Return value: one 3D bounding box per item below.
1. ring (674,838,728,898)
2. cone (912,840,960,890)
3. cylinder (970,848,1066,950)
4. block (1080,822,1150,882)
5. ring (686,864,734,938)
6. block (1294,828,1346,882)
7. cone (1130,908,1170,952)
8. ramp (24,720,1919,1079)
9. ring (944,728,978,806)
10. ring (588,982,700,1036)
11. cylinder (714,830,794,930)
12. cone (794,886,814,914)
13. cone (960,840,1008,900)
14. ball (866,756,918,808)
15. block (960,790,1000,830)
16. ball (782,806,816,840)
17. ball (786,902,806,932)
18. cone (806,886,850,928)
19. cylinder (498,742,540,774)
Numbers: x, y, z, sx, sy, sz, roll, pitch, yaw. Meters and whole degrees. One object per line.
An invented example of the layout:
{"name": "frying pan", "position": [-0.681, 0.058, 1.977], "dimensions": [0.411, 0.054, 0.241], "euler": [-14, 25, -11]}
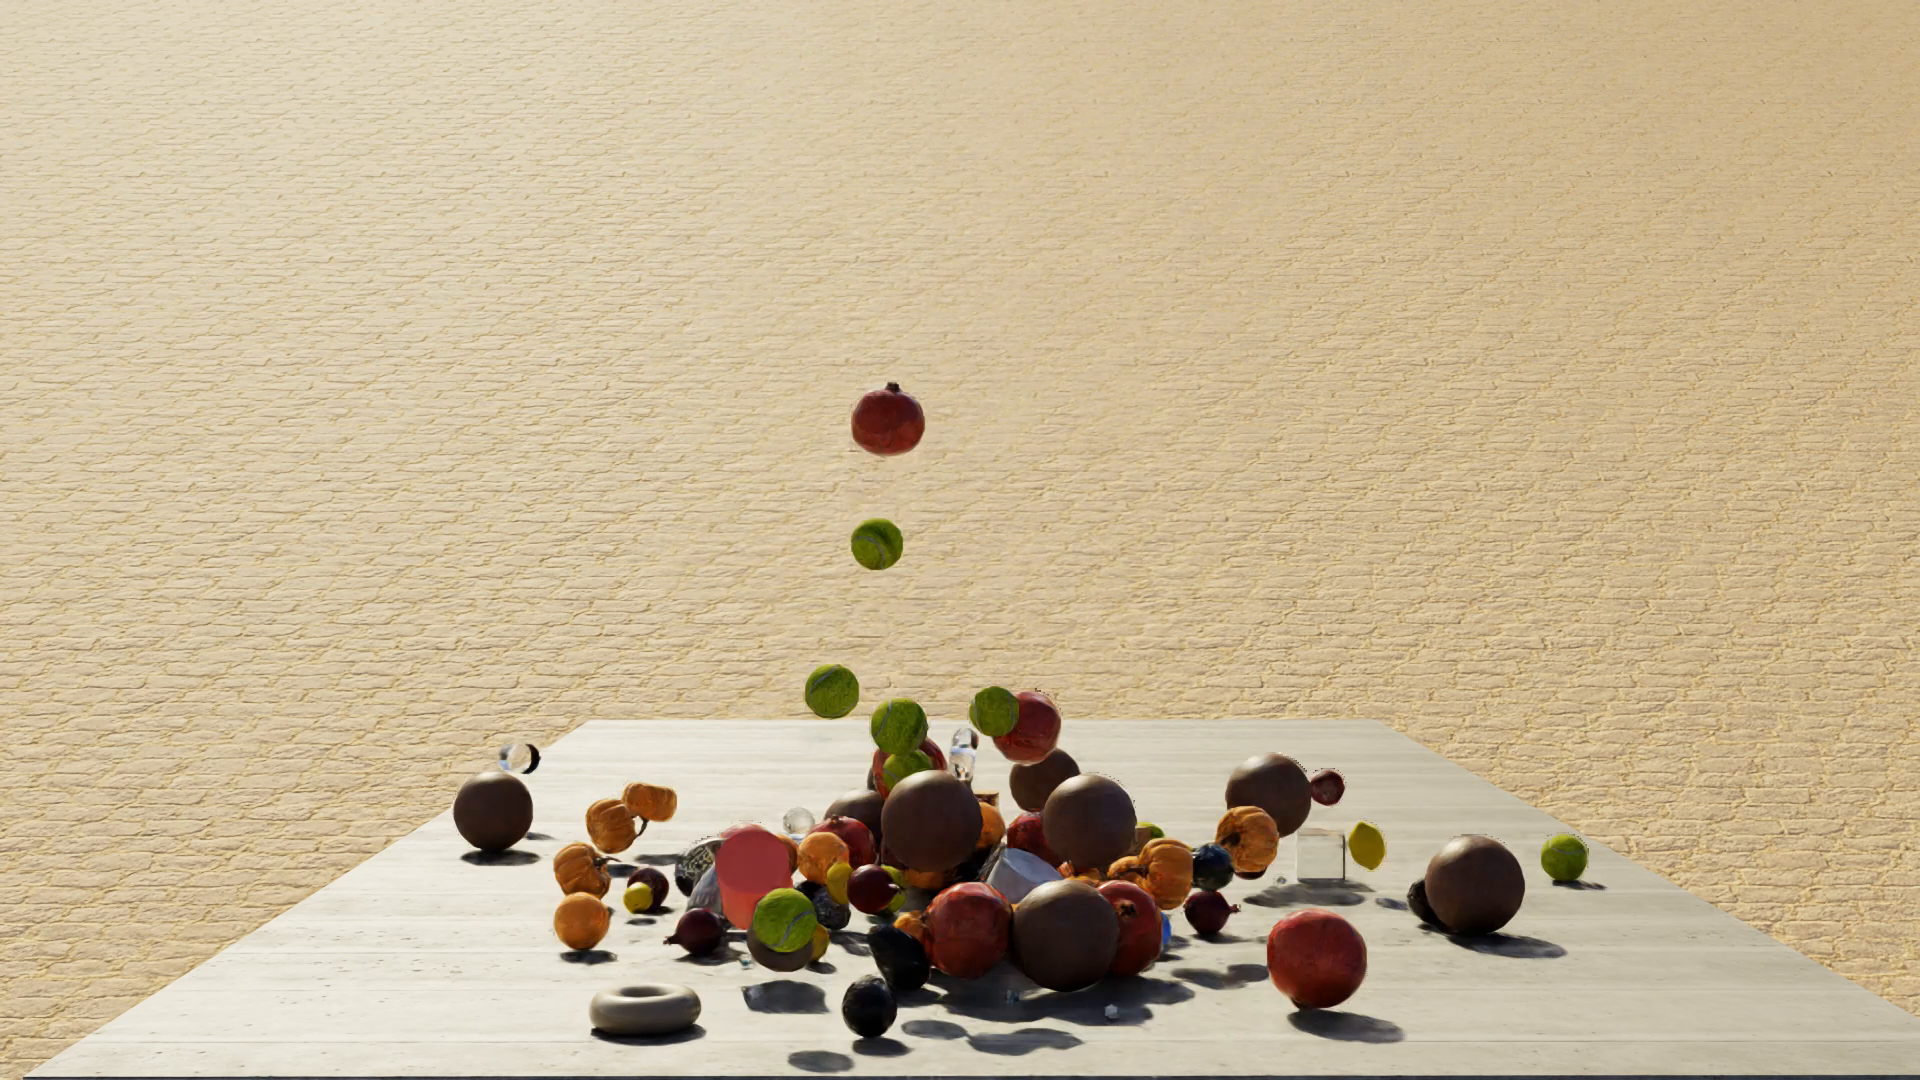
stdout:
{"name": "ring", "position": [-0.333, 0.455, 3.554], "dimensions": [0.122, 0.041, 0.122], "euler": [-5, 31, 3]}
{"name": "cone", "position": [-0.035, 0.477, 3.811], "dimensions": [0.070, 0.070, 0.070], "euler": [0, 1, 0]}
{"name": "cylinder", "position": [0.074, 0.458, 3.298], "dimensions": [0.093, 0.093, 0.093], "euler": [26, 14, -7]}
{"name": "block", "position": [0.235, 0.472, 3.910], "dimensions": [0.076, 0.076, 0.076], "euler": [-1, 2, -44]}
{"name": "ring", "position": [-0.302, 0.459, 3.383], "dimensions": [0.048, 0.145, 0.145], "euler": [38, 40, 18]}
{"name": "block", "position": [0.541, 0.475, 3.885], "dimensions": [0.071, 0.071, 0.071], "euler": [0, 1, 4]}
{"name": "cone", "position": [0.233, 0.492, 3.257], "dimensions": [0.054, 0.054, 0.054], "euler": [12, -3, 22]}
{"name": "ramp", "position": [0.061, 0.547, 4.583], "dimensions": [2.000, 0.100, 4.000], "euler": [0, 1, 0]}
{"name": "ring", "position": [0.002, 0.352, 3.996], "dimensions": [0.041, 0.124, 0.124], "euler": [10, 27, 1]}
{"name": "ring", "position": [-0.344, 0.512, 2.816], "dimensions": [0.123, 0.041, 0.123], "euler": [-1, 2, 0]}
{"name": "cylinder", "position": [-0.246, 0.411, 3.107], "dimensions": [0.089, 0.089, 0.089], "euler": [-1, 51, 1]}
{"name": "cone", "position": [-0.230, 0.506, 3.529], "dimensions": [0.050, 0.050, 0.050], "euler": [19, 53, -28]}
{"name": "cone", "position": [0.039, 0.493, 3.703], "dimensions": [0.092, 0.092, 0.092], "euler": [-29, 35, -16]}
{"name": "ball", "position": [-0.125, 0.446, 4.752], "dimensions": [0.096, 0.096, 0.096], "euler": [0, 27, 0]}
{"name": "block", "position": [0.035, 0.468, 4.483], "dimensions": [0.062, 0.062, 0.062], "euler": [0, 1, 6]}
{"name": "ball", "position": [-0.270, 0.475, 4.326], "dimensions": [0.055, 0.055, 0.055], "euler": [0, 27, 0]}
{"name": "ball", "position": [-0.226, 0.495, 3.359], "dimensions": [0.052, 0.052, 0.052], "euler": [0, 27, 0]}
{"name": "cone", "position": [-0.187, 0.495, 3.399], "dimensions": [0.061, 0.061, 0.061], "euler": [18, 27, 31]}
{"name": "cylinder", "position": [-0.771, 0.382, 4.517], "dimensions": [0.054, 0.054, 0.054], "euler": [-21, 11, -36]}
